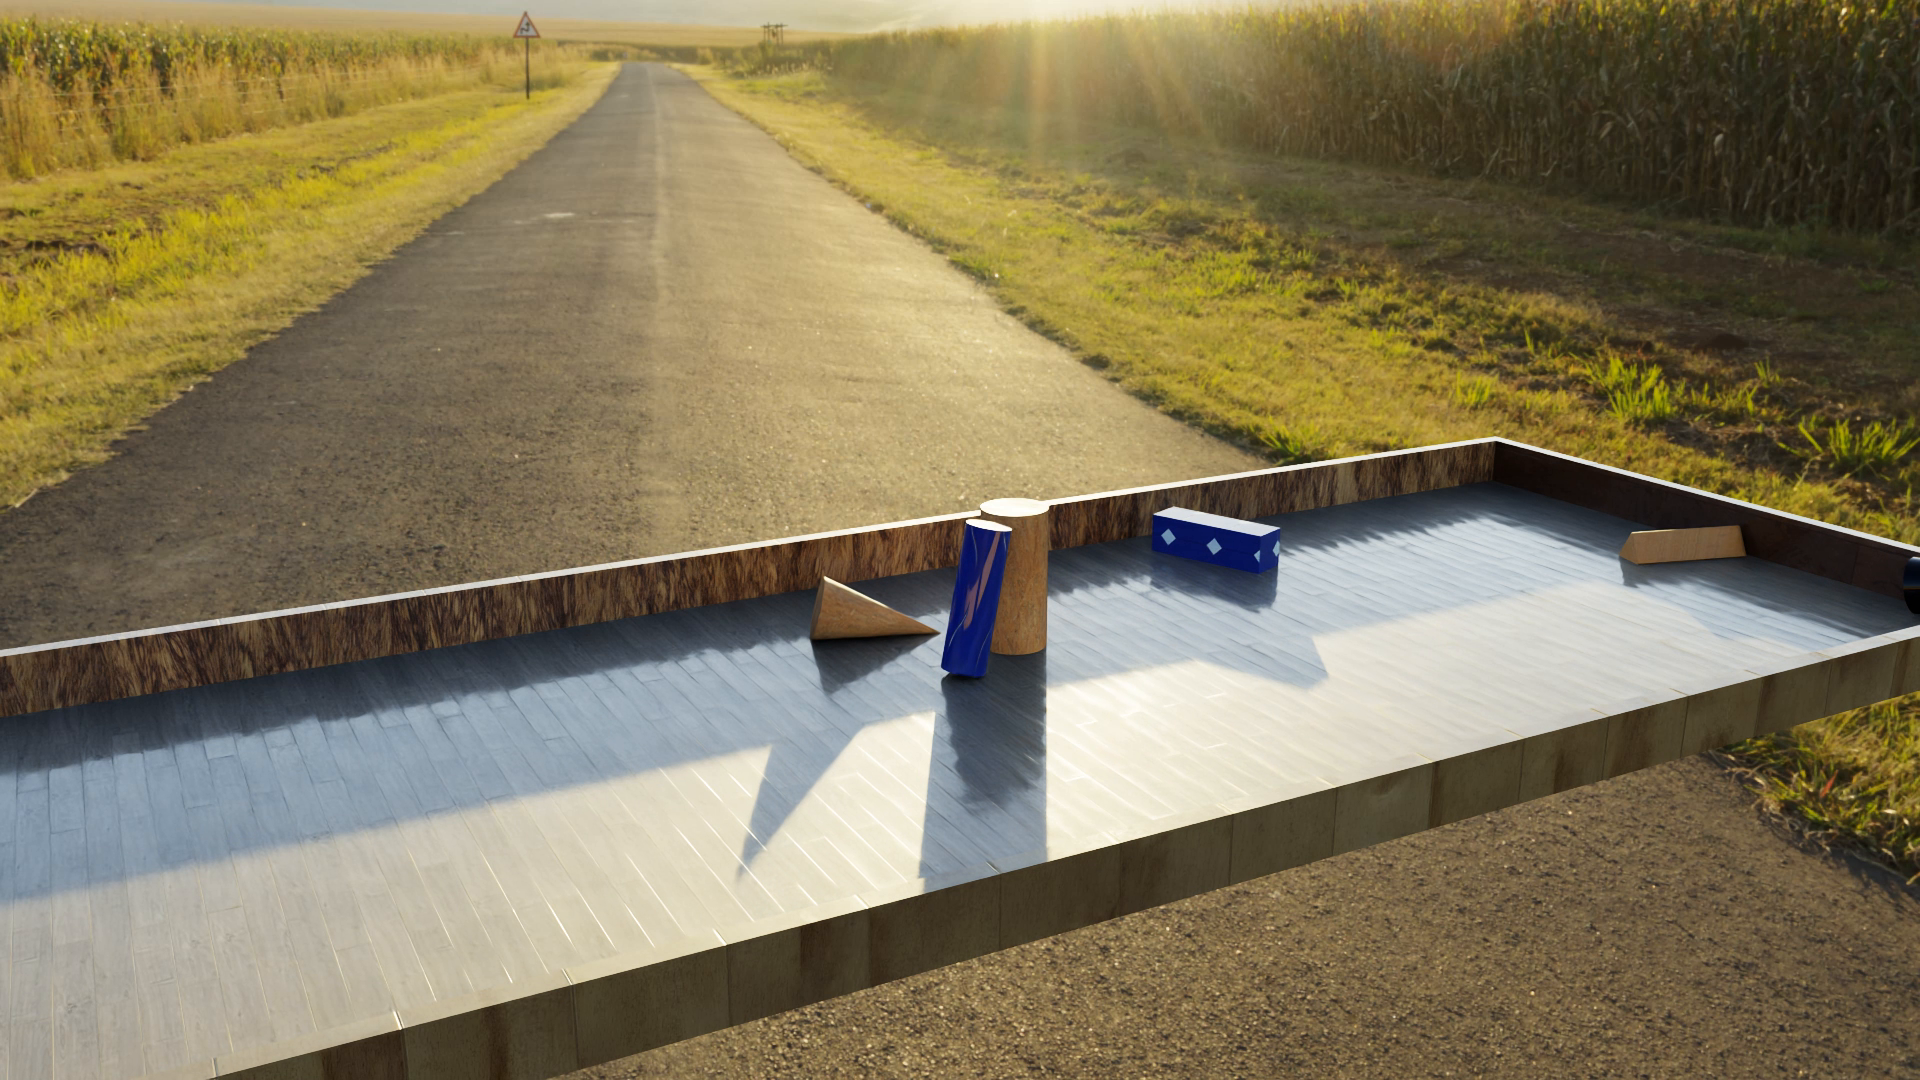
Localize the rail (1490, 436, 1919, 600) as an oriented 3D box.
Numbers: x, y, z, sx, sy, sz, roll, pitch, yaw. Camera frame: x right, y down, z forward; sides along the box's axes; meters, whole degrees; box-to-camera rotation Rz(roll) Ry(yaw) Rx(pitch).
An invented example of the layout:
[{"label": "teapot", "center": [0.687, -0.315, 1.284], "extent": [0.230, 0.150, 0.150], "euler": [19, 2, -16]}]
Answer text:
[{"label": "rail", "center": [2.466, -0.048, 5.253], "extent": [0.050, 0.150, 2.100], "euler": [-9, 18, -27]}]

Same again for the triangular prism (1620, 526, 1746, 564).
[{"label": "triangular prism", "center": [2.268, 0.007, 5.165], "extent": [0.379, 0.088, 0.102], "euler": [-4, 17, -12]}]

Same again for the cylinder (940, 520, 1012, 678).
[{"label": "cylinder", "center": [0.040, 0.147, 4.156], "extent": [0.116, 0.379, 0.116], "euler": [10, 10, -2]}]

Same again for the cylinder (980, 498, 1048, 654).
[{"label": "cylinder", "center": [0.143, 0.095, 4.362], "extent": [0.179, 0.378, 0.179], "euler": [0, 16, 0]}]

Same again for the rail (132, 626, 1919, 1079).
[{"label": "rail", "center": [-2.336, 1.006, 1.665], "extent": [12.000, 0.150, 0.050], "euler": [-9, 18, -27]}]

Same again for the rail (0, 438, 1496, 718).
[{"label": "rail", "center": [-3.305, 0.497, 3.399], "extent": [12.000, 0.150, 0.050], "euler": [-9, 18, -27]}]

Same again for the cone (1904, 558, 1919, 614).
[{"label": "cone", "center": [2.819, 0.123, 4.476], "extent": [0.161, 0.161, 0.421], "euler": [-13, 7, -38]}]

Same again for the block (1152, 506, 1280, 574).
[{"label": "block", "center": [0.796, -0.002, 5.150], "extent": [0.387, 0.119, 0.119], "euler": [13, 21, 38]}]

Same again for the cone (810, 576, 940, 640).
[{"label": "cone", "center": [-0.216, 0.218, 4.462], "extent": [0.347, 0.175, 0.175], "euler": [12, 14, -10]}]
